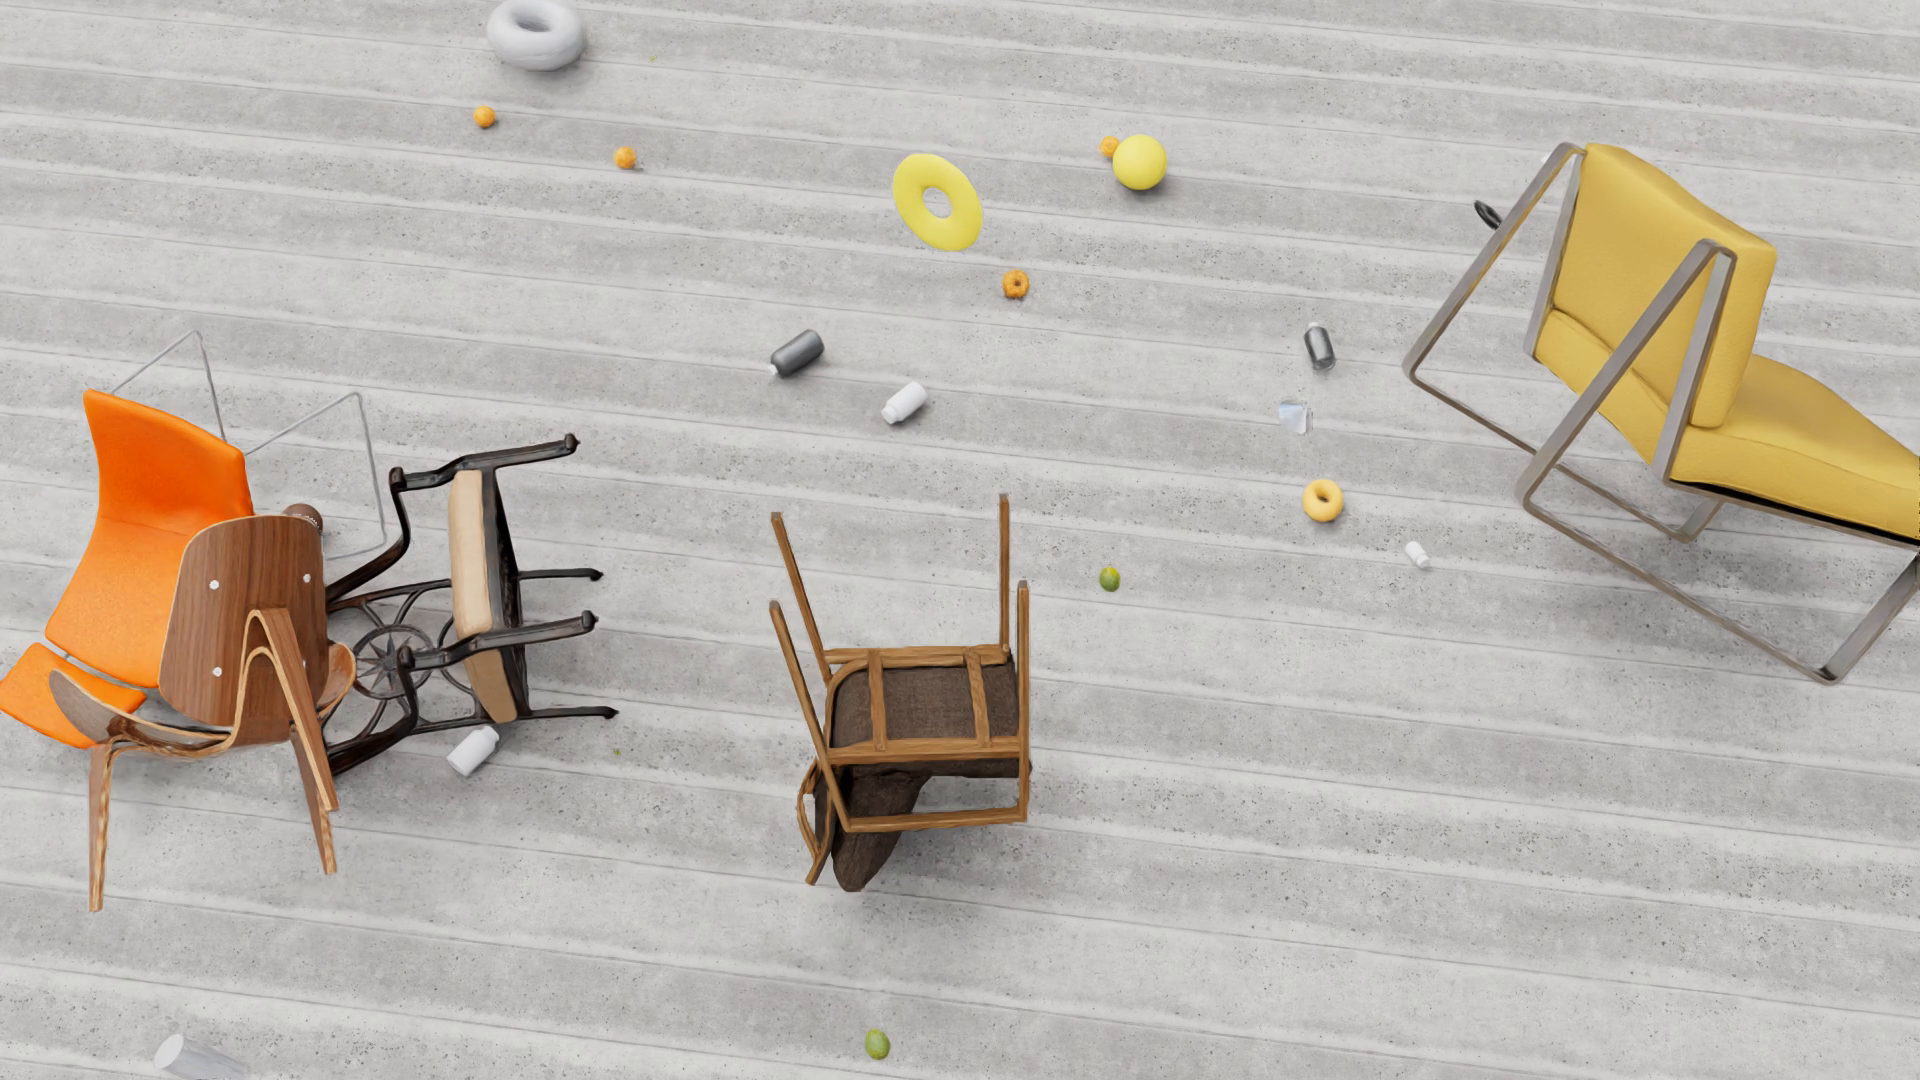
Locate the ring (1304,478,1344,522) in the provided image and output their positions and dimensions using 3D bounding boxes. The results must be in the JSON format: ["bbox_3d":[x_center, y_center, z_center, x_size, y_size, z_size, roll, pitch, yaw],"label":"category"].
[{"bbox_3d":[1.091,-0.121,6.608,0.122,0.060,0.162,16,45,6],"label":"ring"}]

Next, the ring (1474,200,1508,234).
[{"bbox_3d":[1.691,-1.026,7.002,0.147,0.022,0.132,52,32,13],"label":"ring"}]

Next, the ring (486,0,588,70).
[{"bbox_3d":[-1.469,-1.761,7.641,0.345,0.135,0.348,-25,55,-34],"label":"ring"}]

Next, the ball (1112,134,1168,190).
[{"bbox_3d":[0.598,-1.255,7.306,0.182,0.182,0.182,0,56,0],"label":"ball"}]

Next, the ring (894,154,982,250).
[{"bbox_3d":[-0.072,-1.079,7.040,0.277,0.358,0.044,-16,30,29],"label":"ring"}]

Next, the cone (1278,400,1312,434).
[{"bbox_3d":[1.034,-0.392,6.676,0.116,0.066,0.120,-14,71,-31],"label":"cone"}]

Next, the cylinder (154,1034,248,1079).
[{"bbox_3d":[-1.915,1.326,5.548,0.123,0.192,0.091,-18,47,39],"label":"cylinder"}]

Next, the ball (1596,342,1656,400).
[{"bbox_3d":[2.065,-0.522,6.817,0.177,0.177,0.177,0,56,0],"label":"ball"}]
